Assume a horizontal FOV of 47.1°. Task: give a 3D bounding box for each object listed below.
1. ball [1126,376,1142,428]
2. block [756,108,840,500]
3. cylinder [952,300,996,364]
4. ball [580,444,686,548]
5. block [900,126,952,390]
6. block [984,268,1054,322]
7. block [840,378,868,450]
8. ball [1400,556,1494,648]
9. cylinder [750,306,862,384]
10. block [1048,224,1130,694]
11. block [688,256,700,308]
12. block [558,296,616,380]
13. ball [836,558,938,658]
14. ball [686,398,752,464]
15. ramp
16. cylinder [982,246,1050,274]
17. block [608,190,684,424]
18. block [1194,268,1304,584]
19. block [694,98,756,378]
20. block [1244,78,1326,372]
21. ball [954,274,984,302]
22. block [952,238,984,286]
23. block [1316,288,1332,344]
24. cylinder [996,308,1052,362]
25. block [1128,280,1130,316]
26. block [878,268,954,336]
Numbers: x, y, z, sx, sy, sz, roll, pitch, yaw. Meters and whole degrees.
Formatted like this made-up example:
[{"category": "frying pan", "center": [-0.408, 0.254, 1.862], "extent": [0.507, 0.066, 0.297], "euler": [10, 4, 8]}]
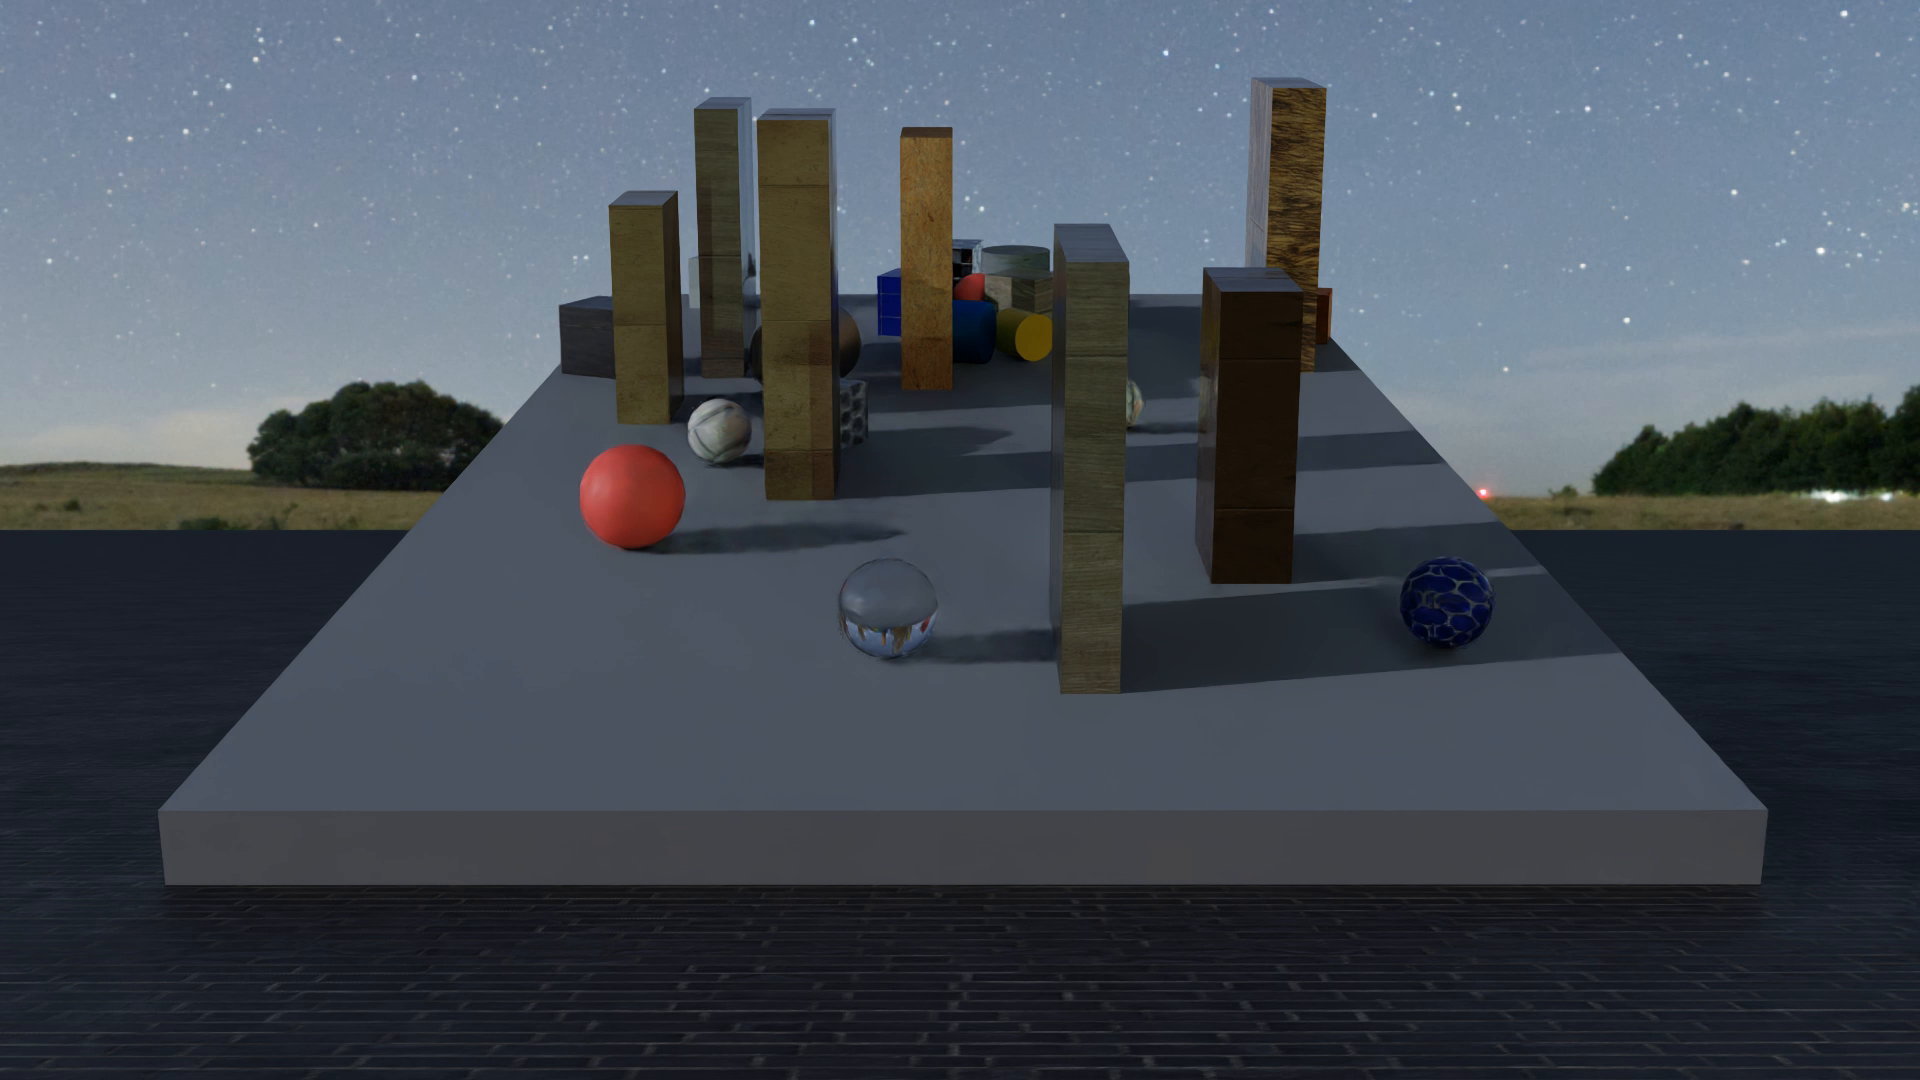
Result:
[{"category": "ball", "center": [0.331, -0.298, 4.769], "extent": [0.130, 0.130, 0.130], "euler": [0, 0, 0]}, {"category": "block", "center": [-0.307, -0.459, 4.249], "extent": [0.131, 0.717, 0.274], "euler": [0, 16, 0]}, {"category": "cylinder", "center": [-0.004, -0.527, 5.543], "extent": [0.155, 0.155, 0.155], "euler": [5, 2, 17]}, {"category": "ball", "center": [-0.576, -0.077, 3.869], "extent": [0.185, 0.185, 0.185], "euler": [0, 0, 0]}, {"category": "block", "center": [-0.078, -0.679, 5.276], "extent": [0.121, 0.591, 0.280], "euler": [0, 16, 0]}, {"category": "block", "center": [0.177, -0.639, 5.935], "extent": [0.160, 0.160, 0.160], "euler": [11, 19, 34]}, {"category": "block", "center": [-0.285, -0.269, 4.662], "extent": [0.130, 0.130, 0.130], "euler": [10, 18, 32]}, {"category": "ball", "center": [0.738, 0.095, 3.339], "extent": [0.140, 0.140, 0.140], "euler": [0, 0, 0]}, {"category": "cylinder", "center": [-0.361, -0.448, 5.166], "extent": [0.205, 0.205, 0.205], "euler": [0, 15, 16]}, {"category": "block", "center": [0.186, -0.132, 3.259], "extent": [0.085, 0.620, 0.403], "euler": [0, 16, 0]}, {"category": "block", "center": [-0.689, -0.749, 6.362], "extent": [0.142, 0.142, 0.142], "euler": [5, 16, 17]}, {"category": "block", "center": [-0.865, -0.500, 5.419], "extent": [0.169, 0.169, 0.169], "euler": [7, 17, 25]}, {"category": "ball", "center": [-0.109, 0.102, 3.289], "extent": [0.151, 0.151, 0.151], "euler": [0, 0, 0]}, {"category": "ball", "center": [-0.491, -0.222, 4.489], "extent": [0.132, 0.132, 0.132], "euler": [0, 0, 0]}, {"category": "ramp", "center": [-0.002, -0.152, 4.672], "extent": [2.000, 0.100, 4.000], "euler": [0, 16, 0]}, {"category": "cylinder", "center": [0.154, -0.714, 6.147], "extent": [0.192, 0.192, 0.192], "euler": [0, 16, 0]}, {"category": "block", "center": [-0.699, -0.526, 4.929], "extent": [0.115, 0.480, 0.282], "euler": [0, 16, 0]}, {"category": "block", "center": [0.487, -0.199, 3.738], "extent": [0.133, 0.492, 0.263], "euler": [0, 16, 0]}, {"category": "block", "center": [-0.576, -0.754, 5.444], "extent": [0.103, 0.645, 0.371], "euler": [0, 16, 0]}, {"category": "block", "center": [0.809, -0.797, 5.522], "extent": [0.128, 0.689, 0.393], "euler": [0, 16, 0]}, {"category": "ball", "center": [0.050, -0.656, 6.020], "extent": [0.147, 0.147, 0.147], "euler": [0, 0, 0]}, {"category": "block", "center": [-0.045, -0.748, 6.268], "extent": [0.193, 0.193, 0.193], "euler": [3, 16, 9]}, {"category": "block", "center": [0.917, -0.597, 5.846], "extent": [0.130, 0.130, 0.130], "euler": [4, 16, 13]}, {"category": "cylinder", "center": [0.159, -0.524, 5.600], "extent": [0.120, 0.120, 0.120], "euler": [0, 14, -31]}, {"category": "block", "center": [0.364, -0.663, 6.039], "extent": [0.151, 0.151, 0.151], "euler": [-6, 17, -21]}, {"category": "block", "center": [-0.120, -0.641, 5.946], "extent": [0.159, 0.159, 0.159], "euler": [5, 16, 18]}]
